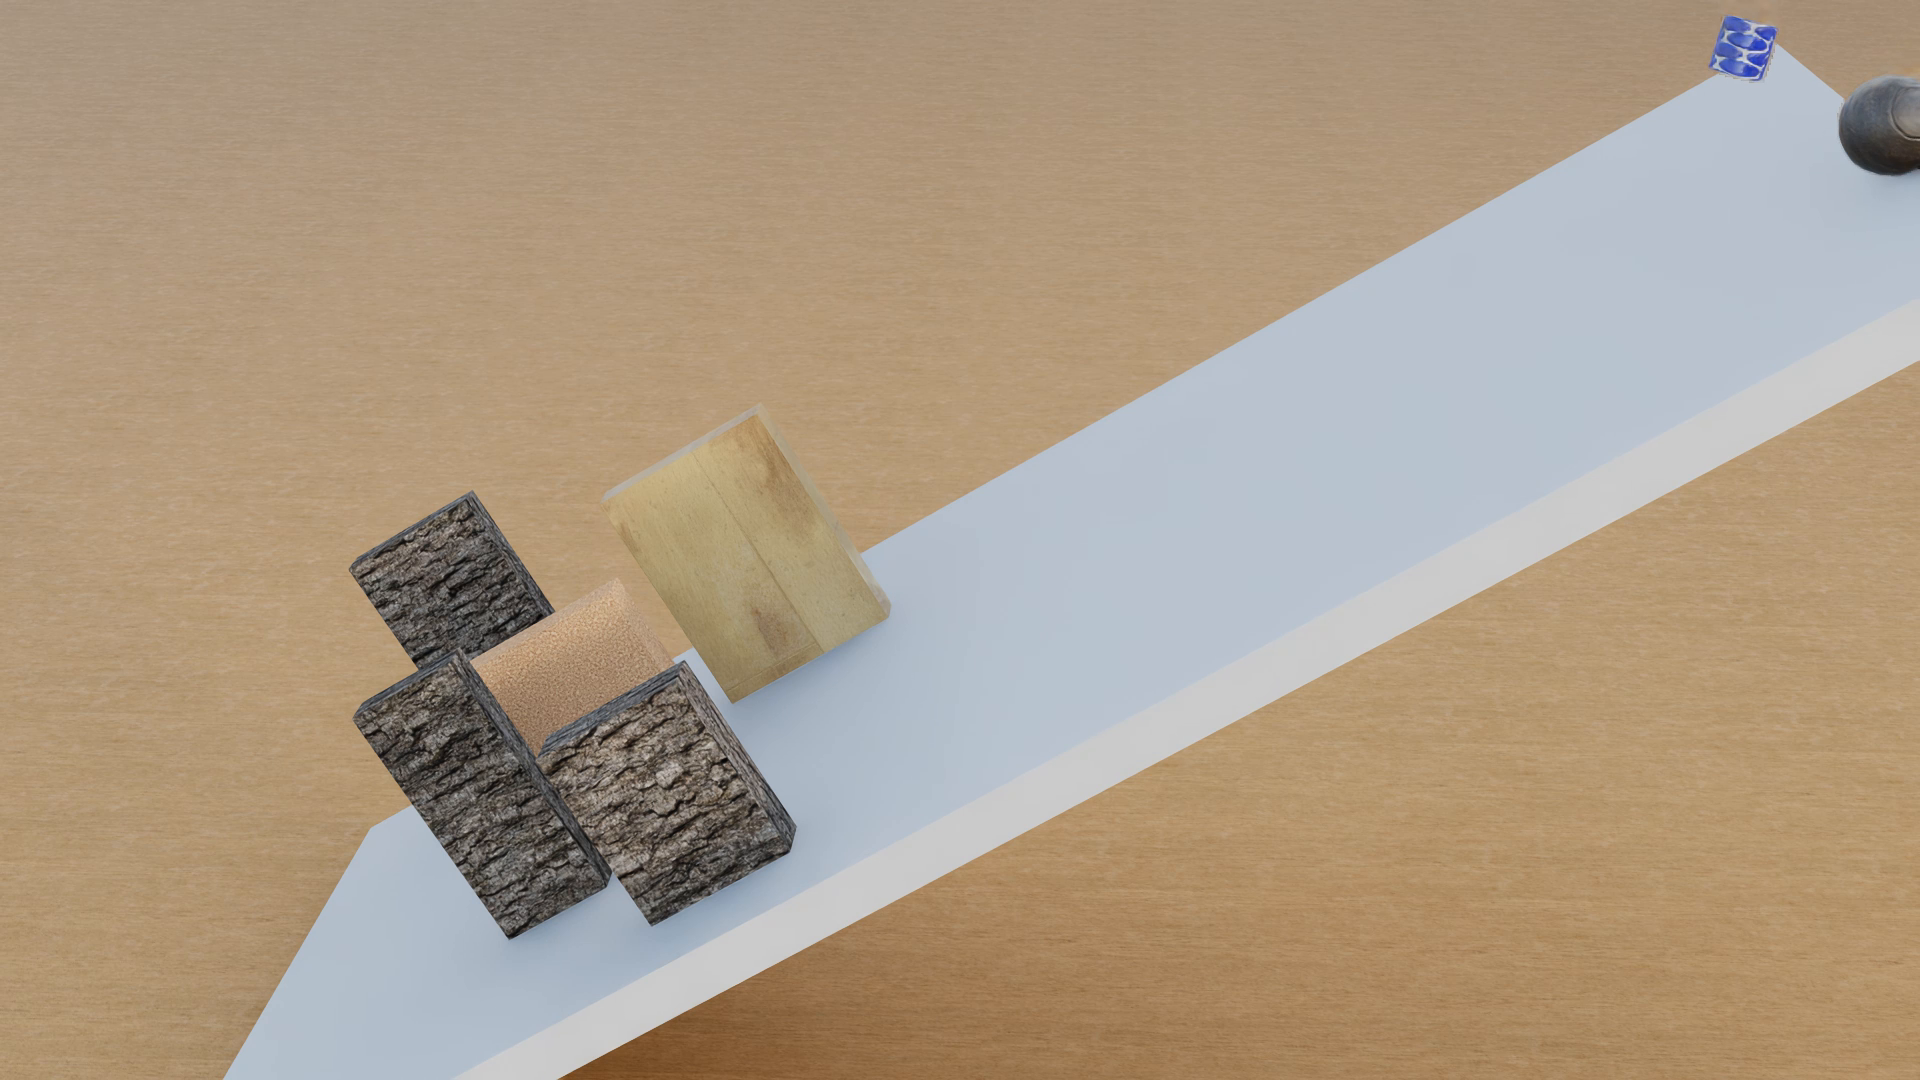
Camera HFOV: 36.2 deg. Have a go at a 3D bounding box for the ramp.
[{"bbox_3d":[0.142,0.168,6.288,4.000,0.100,2.000,-29,15,13],"label":"ramp"}]

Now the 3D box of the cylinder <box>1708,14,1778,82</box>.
[{"bbox_3d":[1.542,-0.969,5.791,0.107,0.107,0.107,13,15,-4],"label":"cylinder"}]

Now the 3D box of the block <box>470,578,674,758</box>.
[{"bbox_3d":[-0.833,0.382,6.531,0.443,0.438,0.101,-29,15,13],"label":"block"}]

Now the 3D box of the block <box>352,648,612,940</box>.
[{"bbox_3d":[-0.985,0.528,6.094,0.246,0.578,0.090,-29,15,13],"label":"block"}]

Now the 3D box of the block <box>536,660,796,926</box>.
[{"bbox_3d":[-0.565,0.491,5.691,0.321,0.406,0.119,-29,15,13],"label":"block"}]

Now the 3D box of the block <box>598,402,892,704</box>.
[{"bbox_3d":[-0.486,0.034,6.705,0.425,0.560,0.091,-29,15,13],"label":"block"}]

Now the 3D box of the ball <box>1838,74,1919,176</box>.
[{"bbox_3d":[1.738,-0.776,5.497,0.186,0.186,0.186,0,19,0],"label":"ball"}]

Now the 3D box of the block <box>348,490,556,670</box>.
[{"bbox_3d":[-1.142,0.250,7.132,0.343,0.673,0.086,-29,15,13],"label":"block"}]
